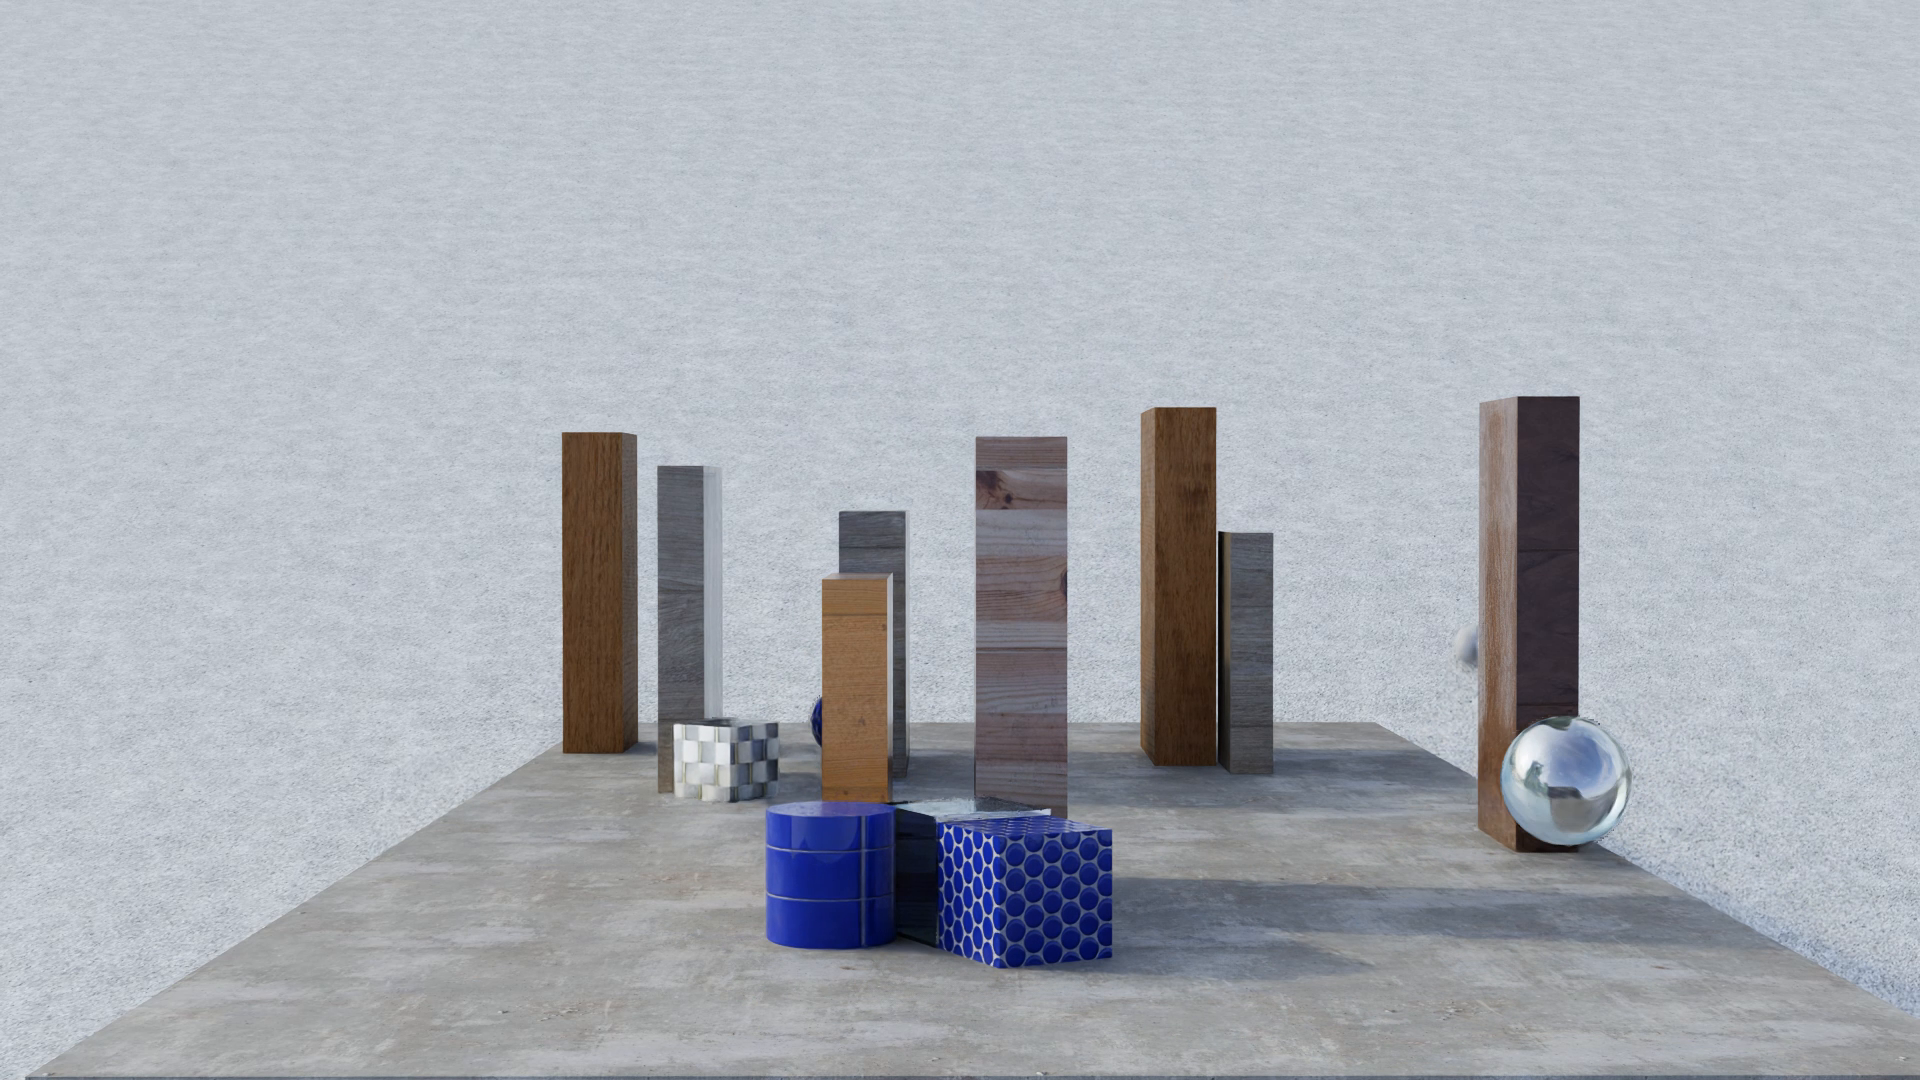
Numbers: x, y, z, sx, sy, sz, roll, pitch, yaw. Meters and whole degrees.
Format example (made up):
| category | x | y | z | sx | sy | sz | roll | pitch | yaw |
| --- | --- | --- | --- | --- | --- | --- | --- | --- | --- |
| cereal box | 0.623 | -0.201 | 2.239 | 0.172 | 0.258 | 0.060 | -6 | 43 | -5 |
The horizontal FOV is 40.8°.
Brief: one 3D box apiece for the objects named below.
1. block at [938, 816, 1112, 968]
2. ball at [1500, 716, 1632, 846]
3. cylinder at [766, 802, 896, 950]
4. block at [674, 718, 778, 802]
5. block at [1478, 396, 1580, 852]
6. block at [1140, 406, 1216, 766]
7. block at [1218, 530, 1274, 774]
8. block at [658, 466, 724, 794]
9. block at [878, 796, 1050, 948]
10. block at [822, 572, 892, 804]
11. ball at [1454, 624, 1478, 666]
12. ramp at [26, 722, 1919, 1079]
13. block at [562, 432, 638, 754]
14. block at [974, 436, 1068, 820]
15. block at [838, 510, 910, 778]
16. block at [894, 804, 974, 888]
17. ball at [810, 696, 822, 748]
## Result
| category | x | y | z | sx | sy | sz | roll | pitch | yaw |
| --- | --- | --- | --- | --- | --- | --- | --- | --- | --- |
| block | 0.082 | 0.444 | 3.279 | 0.162 | 0.162 | 0.162 | -1 | 1 | -28 |
| ball | 0.959 | 0.381 | 4.086 | 0.205 | 0.205 | 0.205 | 0 | 27 | 0 |
| cylinder | -0.169 | 0.438 | 3.390 | 0.170 | 0.170 | 0.170 | 0 | 1 | 0 |
| block | -0.449 | 0.424 | 4.975 | 0.142 | 0.142 | 0.142 | 1 | 1 | 36 |
| block | 0.953 | 0.135 | 4.337 | 0.101 | 0.741 | 0.305 | 0 | 1 | 0 |
| block | 0.483 | 0.096 | 5.742 | 0.132 | 0.769 | 0.431 | 0 | 1 | 0 |
| block | 0.607 | 0.233 | 5.498 | 0.089 | 0.502 | 0.261 | 0 | 1 | 0 |
| block | -0.544 | 0.171 | 5.227 | 0.090 | 0.638 | 0.408 | 0 | 1 | 0 |
| block | 0.005 | 0.437 | 3.425 | 0.169 | 0.169 | 0.169 | -1 | 1 | -28 |
| block | -0.151 | 0.284 | 3.853 | 0.094 | 0.461 | 0.313 | 0 | 1 | 0 |
| ball | 1.398 | 0.285 | 7.016 | 0.111 | 0.111 | 0.111 | 0 | 27 | 0 |
| ramp | 0.061 | 0.551 | 4.588 | 2.000 | 0.100 | 4.000 | 0 | 1 | 0 |
| block | -0.826 | 0.116 | 5.939 | 0.135 | 0.722 | 0.279 | 0 | 1 | 0 |
| block | 0.084 | 0.186 | 3.738 | 0.125 | 0.662 | 0.407 | 0 | 1 | 0 |
| block | -0.180 | 0.211 | 5.518 | 0.137 | 0.547 | 0.440 | 0 | 1 | 0 |
| block | -0.041 | 0.459 | 3.879 | 0.109 | 0.109 | 0.109 | 0 | 1 | -9 |
| ball | -0.230 | 0.368 | 5.228 | 0.146 | 0.146 | 0.146 | 0 | 27 | 0 |
